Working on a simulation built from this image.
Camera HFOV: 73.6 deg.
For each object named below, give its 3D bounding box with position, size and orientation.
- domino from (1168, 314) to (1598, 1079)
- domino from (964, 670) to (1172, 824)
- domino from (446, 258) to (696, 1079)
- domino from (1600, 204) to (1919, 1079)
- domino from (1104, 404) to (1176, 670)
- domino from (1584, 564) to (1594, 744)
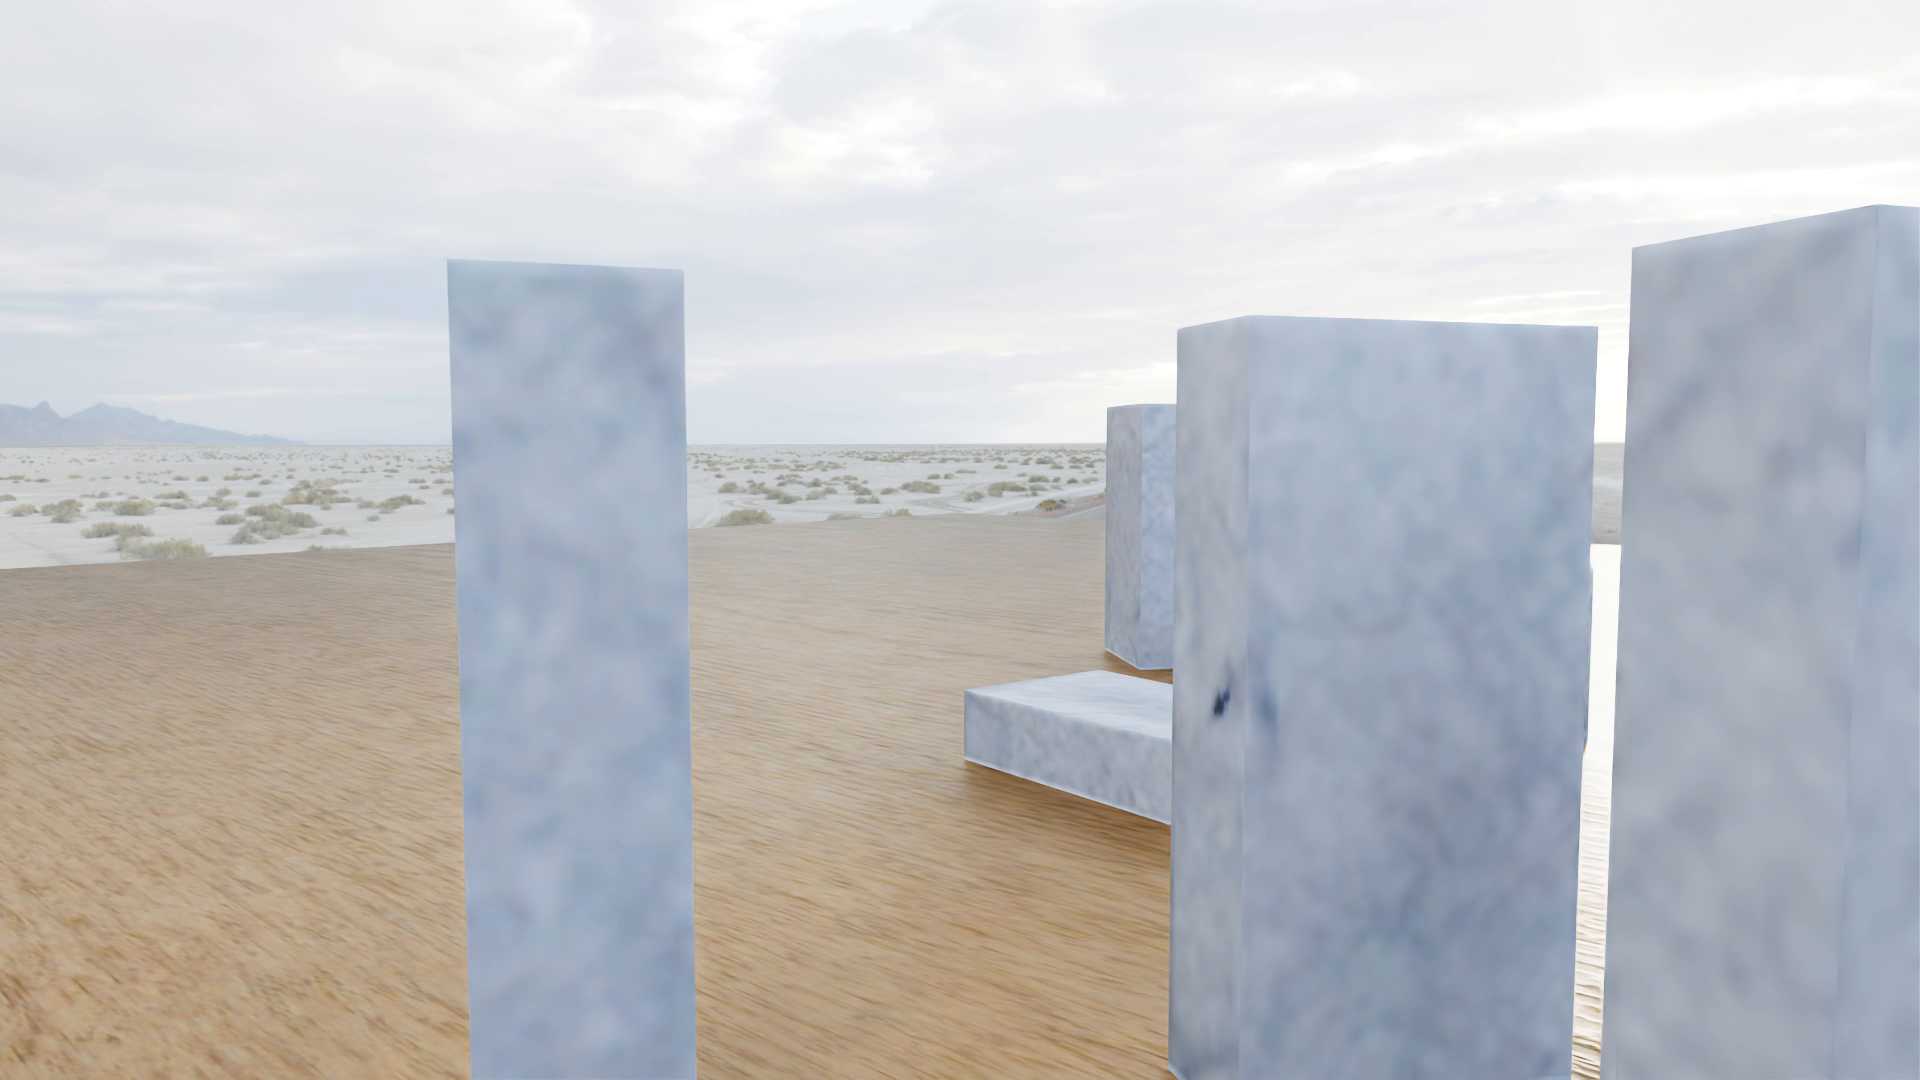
[{"bbox_3d":[0.028,0.011,0.085,0.025,0.050,0.009,-1,4,-17],"label":"domino"},{"bbox_3d":[0.026,0.026,0.161,0.025,0.010,0.050,-3,5,-37],"label":"domino"},{"bbox_3d":[-0.021,0.013,0.067,0.010,0.050,0.025,-2,5,-20],"label":"domino"},{"bbox_3d":[0.039,0.014,0.050,0.025,0.050,0.009,-1,5,-18],"label":"domino"},{"bbox_3d":[0.037,-0.001,0.253,0.009,0.050,0.025,-1,4,-9],"label":"domino"},{"bbox_3d":[0.068,0.015,0.196,0.050,0.025,0.009,2,5,23],"label":"domino"}]
